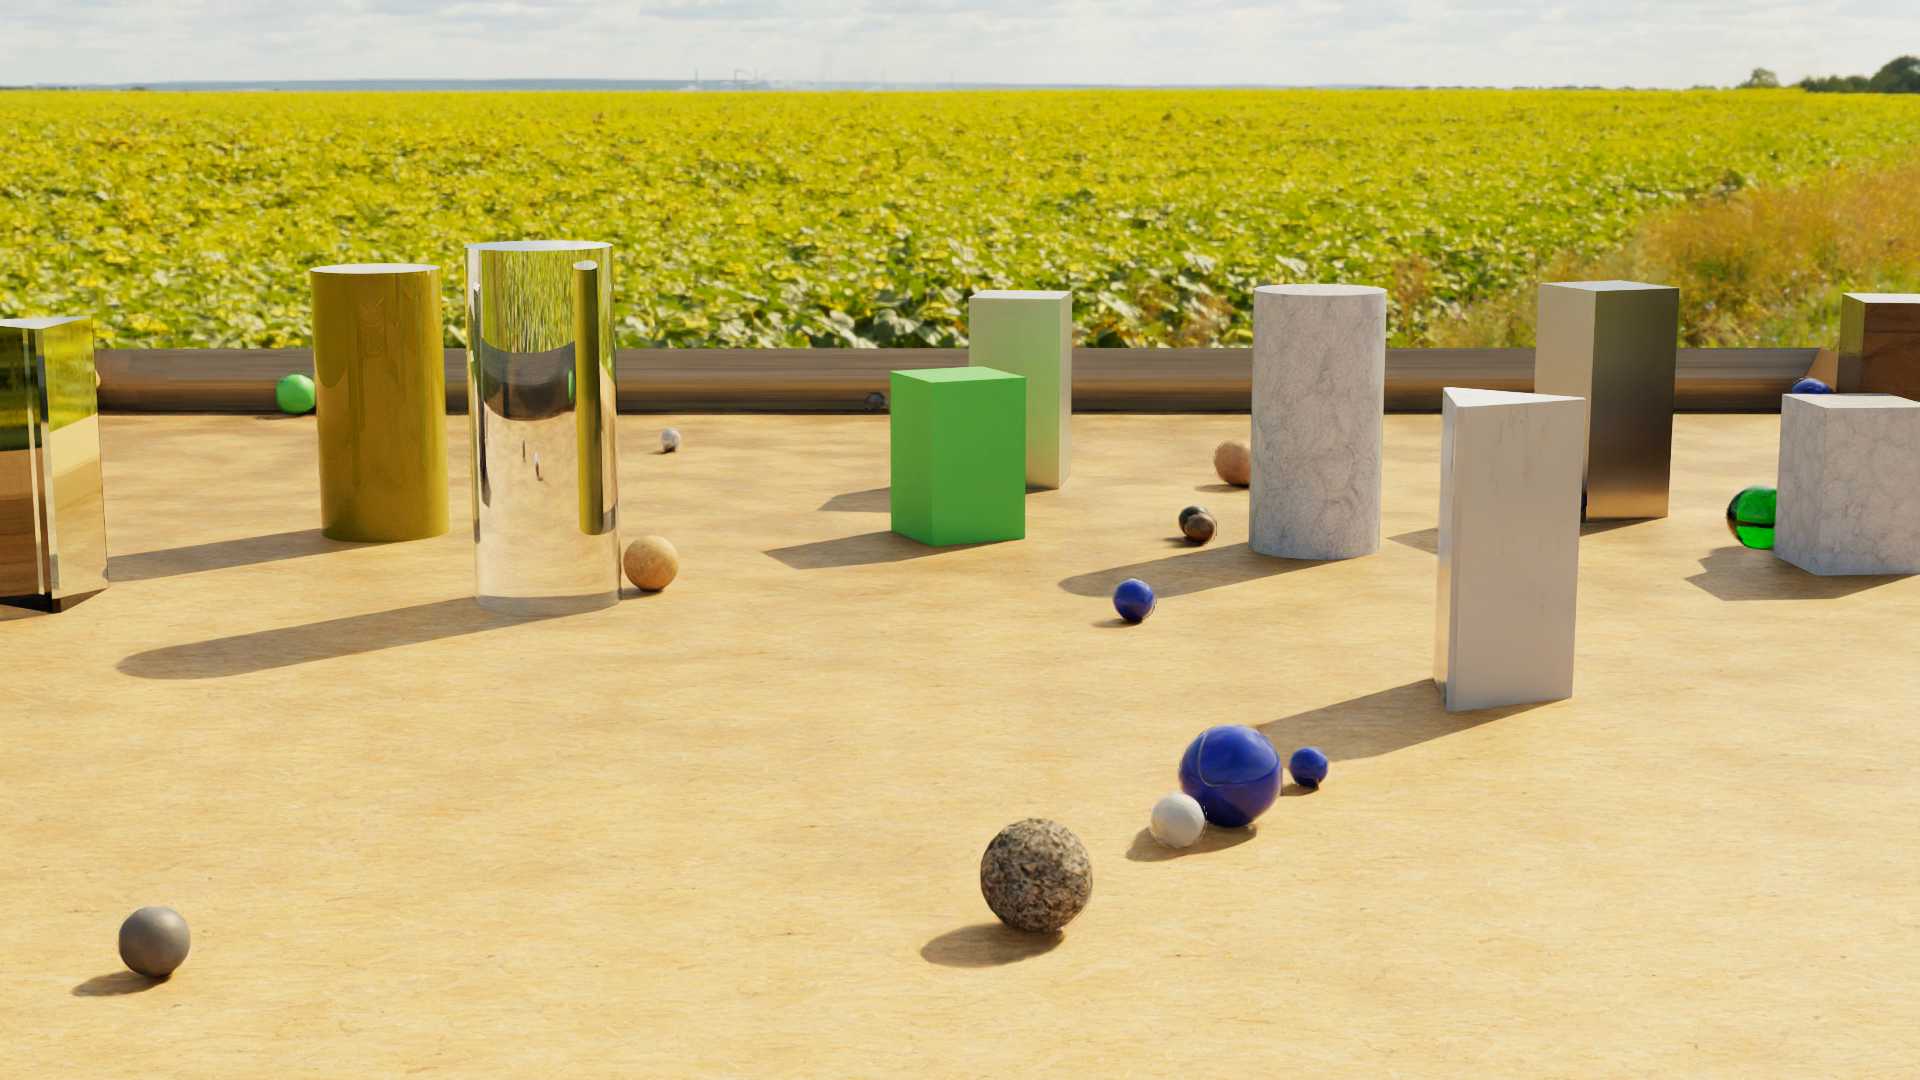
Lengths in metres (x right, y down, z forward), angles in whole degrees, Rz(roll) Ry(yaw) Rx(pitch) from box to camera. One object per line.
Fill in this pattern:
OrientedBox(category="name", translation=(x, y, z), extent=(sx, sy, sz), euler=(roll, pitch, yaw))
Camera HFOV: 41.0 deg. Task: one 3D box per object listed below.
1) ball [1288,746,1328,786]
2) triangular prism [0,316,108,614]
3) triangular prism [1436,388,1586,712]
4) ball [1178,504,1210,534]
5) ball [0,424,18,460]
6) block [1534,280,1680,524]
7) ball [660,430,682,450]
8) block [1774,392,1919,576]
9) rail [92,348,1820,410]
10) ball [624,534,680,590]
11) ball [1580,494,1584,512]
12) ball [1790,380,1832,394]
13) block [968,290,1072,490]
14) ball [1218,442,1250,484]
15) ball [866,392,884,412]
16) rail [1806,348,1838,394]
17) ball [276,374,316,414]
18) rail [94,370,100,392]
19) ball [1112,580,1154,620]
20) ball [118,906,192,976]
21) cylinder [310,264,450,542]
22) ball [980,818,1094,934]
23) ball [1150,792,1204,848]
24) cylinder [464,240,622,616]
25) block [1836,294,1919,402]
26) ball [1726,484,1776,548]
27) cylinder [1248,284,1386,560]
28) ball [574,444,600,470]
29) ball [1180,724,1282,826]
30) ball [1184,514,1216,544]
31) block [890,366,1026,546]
OrientedBox(category="ball", translation=(0.357, 0.232, 2.624), extent=(0.041, 0.041, 0.041), euler=(0, 10, 0))
OrientedBox(category="triangular prism", translation=(-1.246, -0.110, 3.529), extent=(0.173, 0.384, 0.149), euler=(7, 13, 33))
OrientedBox(category="triangular prism", translation=(0.607, 0.004, 3.001), extent=(0.173, 0.351, 0.149), euler=(-5, 11, -24))
OrientedBox(category="ball", translation=(0.367, -0.029, 4.008), extent=(0.051, 0.051, 0.051), euler=(0, 10, 0))
OrientedBox(category="ball", translation=(-1.796, -0.184, 4.796), extent=(0.068, 0.068, 0.068), euler=(0, 10, 0))
OrientedBox(category="block", translation=(1.053, -0.229, 4.202), extent=(0.159, 0.374, 0.159), euler=(-4, 11, -21))
OrientedBox(category="ball", translation=(-0.553, -0.191, 4.910), extent=(0.041, 0.041, 0.041), euler=(0, 10, 0))
OrientedBox(category="block", translation=(1.312, -0.084, 3.776), extent=(0.159, 0.244, 0.159), euler=(-1, 11, -5))
OrientedBox(category="rail", translation=(-0.012, -0.342, 5.478), extent=(3.716, 0.129, 0.045), euler=(0, 10, 0))
OrientedBox(category="ball", translation=(-0.433, 0.032, 3.603), extent=(0.079, 0.079, 0.079), euler=(0, 10, 0))
OrientedBox(category="ball", translation=(0.967, -0.063, 4.132), extent=(0.073, 0.073, 0.073), euler=(0, 10, 0))
OrientedBox(category="ball", translation=(1.761, -0.289, 5.312), extent=(0.088, 0.088, 0.088), euler=(0, 10, 0))
OrientedBox(category="block", translation=(0.107, -0.268, 4.528), extent=(0.159, 0.331, 0.159), euler=(2, 11, 10))
OrientedBox(category="ball", translation=(0.489, -0.136, 4.500), extent=(0.074, 0.074, 0.074), euler=(0, 10, 0))
OrientedBox(category="ball", translation=(-0.181, -0.294, 5.466), extent=(0.042, 0.042, 0.042), euler=(0, 10, 0))
OrientedBox(category="rail", translation=(1.834, 0.031, 3.459), extent=(0.045, 0.129, 4.174), euler=(0, 10, 0))
OrientedBox(category="ball", translation=(-1.400, -0.307, 5.415), extent=(0.085, 0.085, 0.085), euler=(0, 10, 0))
OrientedBox(category="rail", translation=(-1.834, 0.035, 3.438), extent=(0.045, 0.129, 4.174), euler=(0, 10, 0))
OrientedBox(category="ball", translation=(0.230, 0.079, 3.410), extent=(0.055, 0.055, 0.055), euler=(0, 10, 0))
OrientedBox(category="ball", translation=(-0.652, 0.325, 2.078), extent=(0.057, 0.057, 0.057), euler=(0, 10, 0))
OrientedBox(category="cylinder", translation=(-0.909, -0.218, 4.027), extent=(0.199, 0.416, 0.199), euler=(0, 10, 0))
OrientedBox(category="ball", translation=(0.065, 0.285, 2.181), extent=(0.097, 0.097, 0.097), euler=(0, 10, 0))
OrientedBox(category="ball", translation=(0.205, 0.264, 2.420), extent=(0.051, 0.051, 0.051), euler=(0, 10, 0))
OrientedBox(category="cylinder", translation=(-0.566, -0.156, 3.491), extent=(0.199, 0.488, 0.199), euler=(0, 10, 0))
OrientedBox(category="block", translation=(1.458, -0.188, 3.982), extent=(0.159, 0.373, 0.159), euler=(1, 11, 7))
OrientedBox(category="ball", translation=(1.220, -0.036, 3.912), extent=(0.099, 0.099, 0.099), euler=(0, 10, 0))
OrientedBox(category="cylinder", translation=(0.542, -0.183, 3.895), extent=(0.199, 0.394, 0.199), euler=(0, 10, 0))
OrientedBox(category="ball", translation=(-0.682, -0.152, 4.682), extent=(0.047, 0.047, 0.047), euler=(0, 10, 0))
OrientedBox(category="ball", translation=(0.262, 0.228, 2.485), extent=(0.100, 0.100, 0.100), euler=(0, 10, 0))
OrientedBox(category="ball", translation=(0.370, -0.018, 3.958), extent=(0.047, 0.047, 0.047), euler=(0, 10, 0))
OrientedBox(category="block", translation=(-0.004, -0.134, 4.017), extent=(0.159, 0.253, 0.159), euler=(-5, 12, -24))
